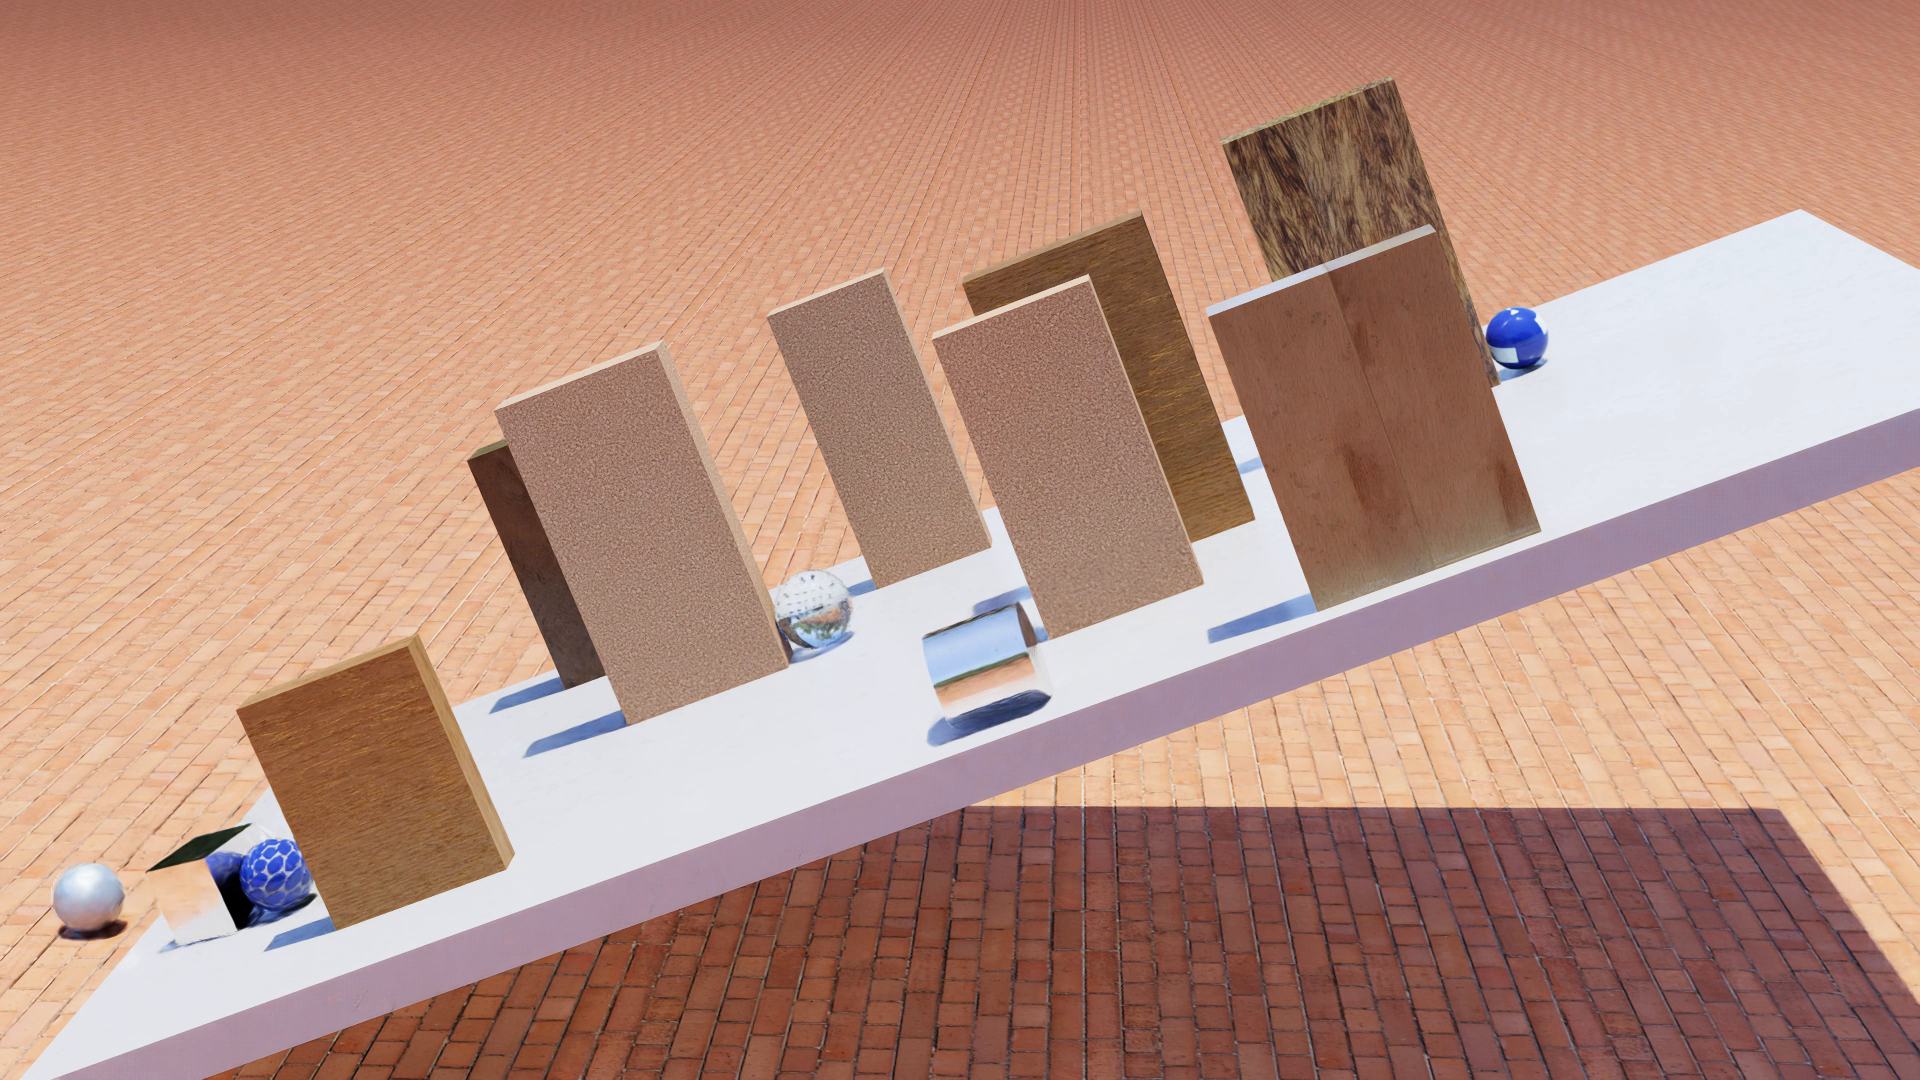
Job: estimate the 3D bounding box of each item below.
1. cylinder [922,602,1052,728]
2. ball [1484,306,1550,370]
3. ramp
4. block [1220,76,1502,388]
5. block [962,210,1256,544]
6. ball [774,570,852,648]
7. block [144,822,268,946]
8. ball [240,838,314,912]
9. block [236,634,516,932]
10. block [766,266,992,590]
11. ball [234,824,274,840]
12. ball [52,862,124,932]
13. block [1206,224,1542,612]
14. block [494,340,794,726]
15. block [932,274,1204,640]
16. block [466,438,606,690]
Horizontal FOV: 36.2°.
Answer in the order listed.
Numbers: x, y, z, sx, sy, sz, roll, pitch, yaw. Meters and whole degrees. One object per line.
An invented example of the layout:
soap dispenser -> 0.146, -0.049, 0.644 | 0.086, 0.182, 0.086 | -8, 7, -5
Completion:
cylinder -> 0.051, 0.232, 5.455 | 0.186, 0.186, 0.186 | -20, 11, 9
ball -> 1.232, -0.447, 6.507 | 0.140, 0.140, 0.140 | 0, 13, 0
ramp -> 0.120, 0.175, 6.293 | 4.000, 0.100, 2.000 | -20, 12, 7
block -> 0.880, -0.611, 6.464 | 0.392, 0.711, 0.108 | -20, 12, 7
block -> 0.312, -0.297, 6.142 | 0.394, 0.681, 0.108 | -20, 12, 7
ball -> -0.324, 0.153, 6.508 | 0.175, 0.175, 0.175 | 0, 13, 0
block -> -1.555, 0.721, 6.154 | 0.174, 0.174, 0.174 | -15, 13, 29
ball -> -1.412, 0.692, 6.082 | 0.151, 0.151, 0.151 | 0, 13, 0
block -> -1.140, 0.475, 5.754 | 0.365, 0.483, 0.095 | -20, 12, 7
block -> -0.183, -0.257, 6.825 | 0.287, 0.689, 0.088 | -20, 12, 7
ball -> -1.553, 0.684, 6.424 | 0.130, 0.130, 0.130 | 0, 13, 0
ball -> -1.964, 0.806, 6.632 | 0.155, 0.155, 0.155 | 0, 13, 0
block -> 0.741, -0.216, 5.273 | 0.424, 0.576, 0.102 | -20, 12, 7
block -> -0.690, -0.013, 6.464 | 0.382, 0.759, 0.128 | -20, 12, 7
block -> 0.215, -0.160, 5.787 | 0.326, 0.646, 0.083 | -20, 12, 7
block -> -0.919, 0.019, 7.103 | 0.303, 0.607, 0.139 | -20, 12, 7
